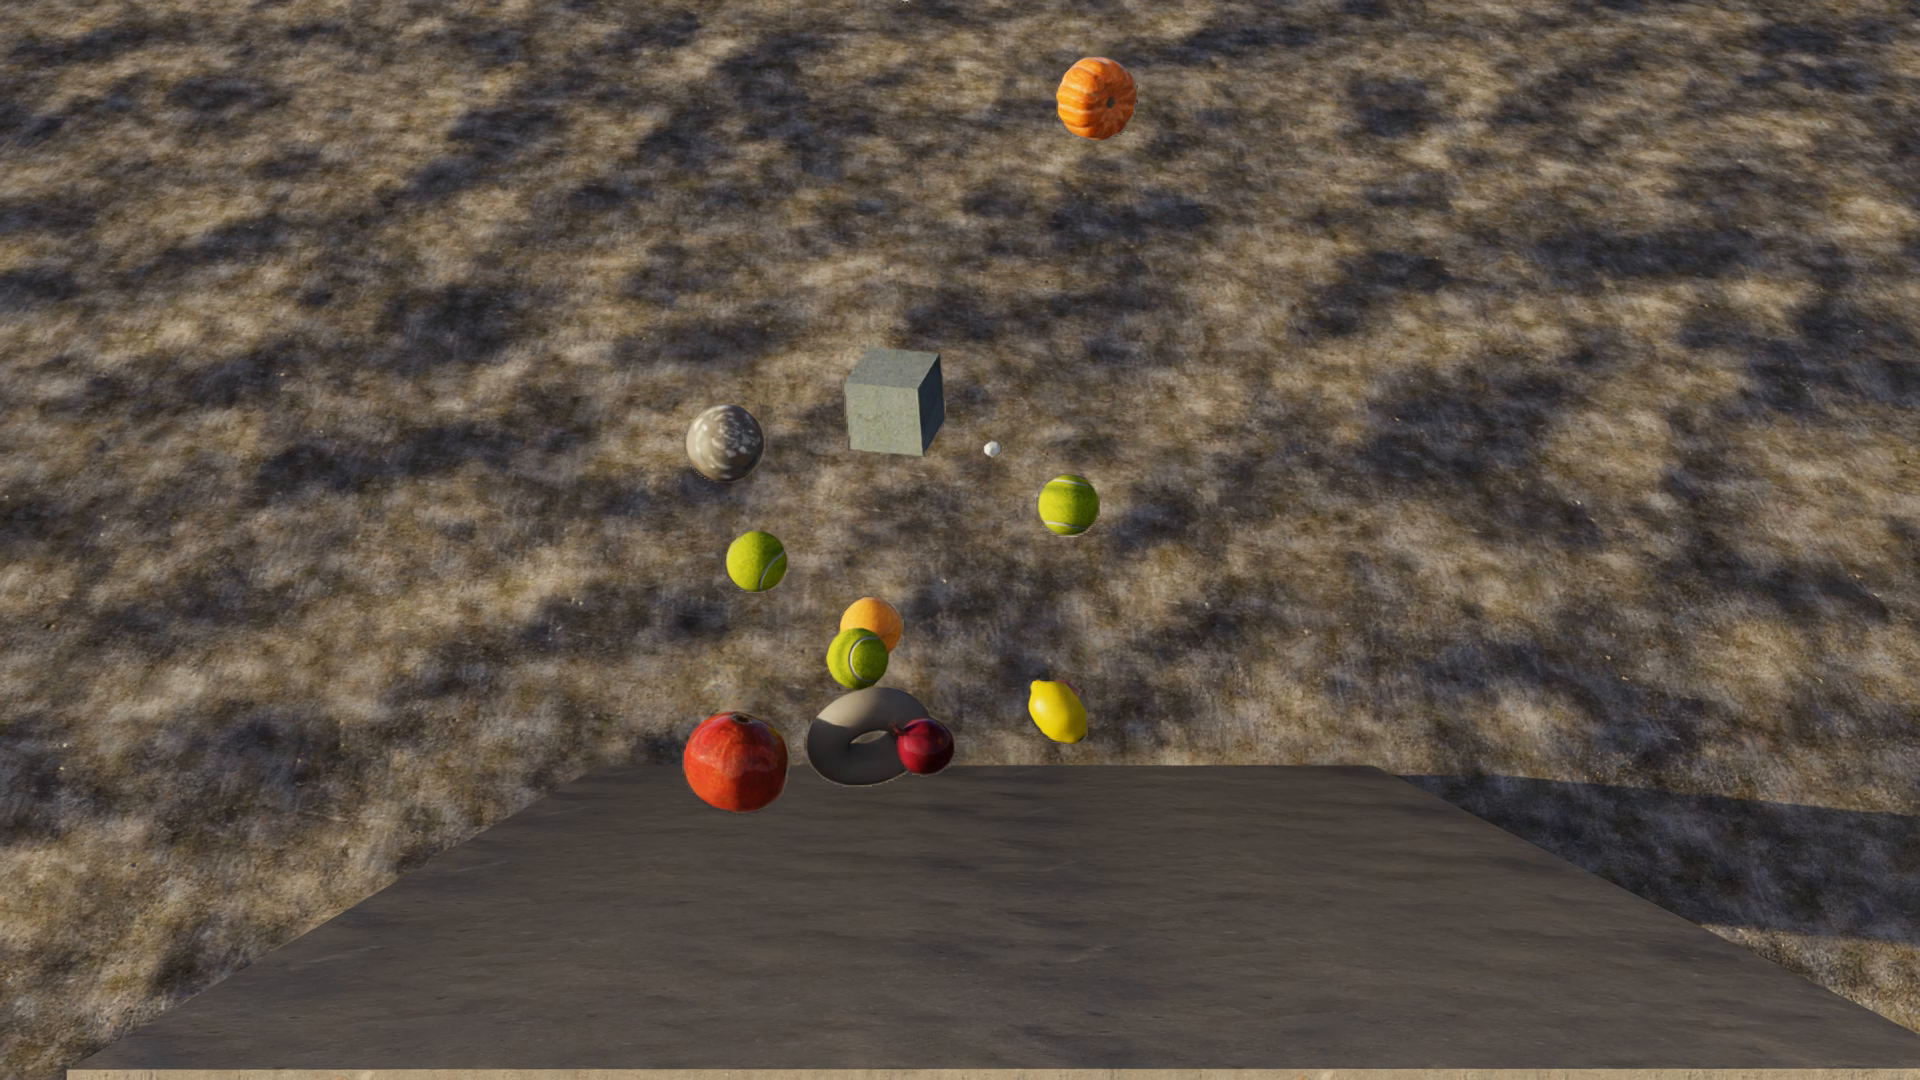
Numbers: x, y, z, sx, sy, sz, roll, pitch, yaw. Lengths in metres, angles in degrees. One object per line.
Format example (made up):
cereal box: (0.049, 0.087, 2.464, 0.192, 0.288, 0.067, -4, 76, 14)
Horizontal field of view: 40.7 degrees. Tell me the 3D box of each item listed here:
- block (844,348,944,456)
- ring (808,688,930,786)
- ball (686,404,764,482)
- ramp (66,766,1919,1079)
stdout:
block: (-0.065, -0.139, 2.591, 0.076, 0.076, 0.076, 6, 33, 16)
ring: (-0.101, 0.219, 2.883, 0.142, 0.142, 0.047, -8, 47, -13)
ball: (-0.252, -0.104, 2.775, 0.083, 0.083, 0.083, 0, 31, 0)
ramp: (0.070, 0.617, 4.694, 2.000, 0.100, 4.000, 0, 0, 0)
